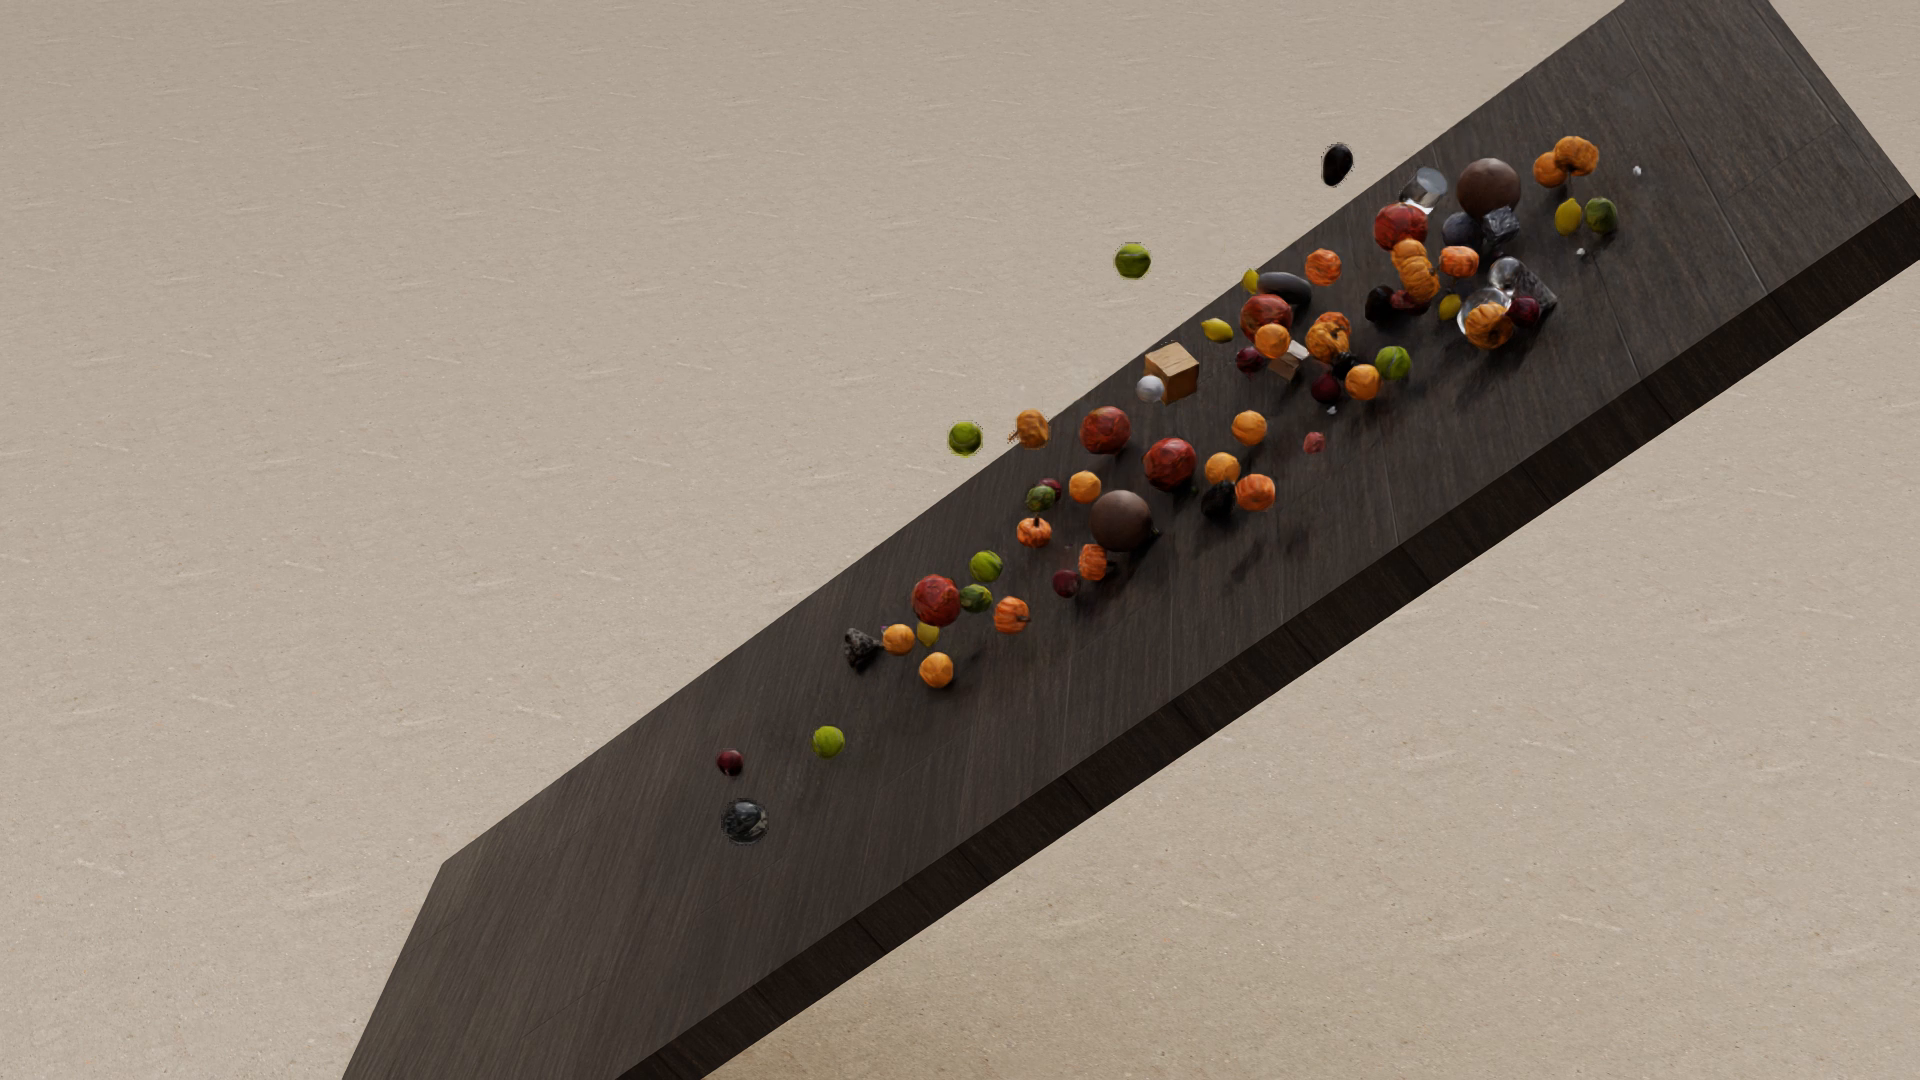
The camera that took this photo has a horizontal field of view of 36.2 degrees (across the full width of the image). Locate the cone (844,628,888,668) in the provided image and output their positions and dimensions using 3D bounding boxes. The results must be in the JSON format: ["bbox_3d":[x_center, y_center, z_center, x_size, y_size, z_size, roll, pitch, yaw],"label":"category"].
[{"bbox_3d":[-0.204,0.242,6.687,0.090,0.090,0.090,-5,21,19],"label":"cone"}]

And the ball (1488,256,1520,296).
[{"bbox_3d":[1.057,-0.509,5.677,0.076,0.076,0.076,0,24,0],"label":"ball"}]

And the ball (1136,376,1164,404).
[{"bbox_3d":[0.398,-0.316,6.158,0.059,0.059,0.059,0,24,0],"label":"ball"}]

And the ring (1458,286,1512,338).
[{"bbox_3d":[1.005,-0.436,5.638,0.111,0.037,0.111,-26,45,28],"label":"ring"}]

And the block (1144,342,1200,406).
[{"bbox_3d":[0.451,-0.356,6.287,0.082,0.082,0.082,-25,51,-24],"label":"block"}]

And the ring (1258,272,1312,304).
[{"bbox_3d":[0.723,-0.561,6.549,0.126,0.042,0.126,15,-12,3],"label":"ring"}]

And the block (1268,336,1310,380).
[{"bbox_3d":[0.691,-0.381,6.182,0.057,0.057,0.057,32,34,10],"label":"block"}]

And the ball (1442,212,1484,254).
[{"bbox_3d":[1.036,-0.632,6.051,0.088,0.088,0.088,0,24,0],"label":"ball"}]

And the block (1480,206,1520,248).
[{"bbox_3d":[1.085,-0.630,5.910,0.054,0.054,0.054,-22,-17,-8],"label":"block"}]

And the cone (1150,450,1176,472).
[{"bbox_3d":[0.423,-0.157,6.233,0.053,0.053,0.053,-30,21,12],"label":"cone"}]

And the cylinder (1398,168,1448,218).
[{"bbox_3d":[0.984,-0.739,6.246,0.076,0.076,0.076,13,52,-18],"label":"cylinder"}]

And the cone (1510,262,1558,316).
[{"bbox_3d":[1.065,-0.481,5.520,0.092,0.092,0.092,-18,20,7],"label":"cone"}]

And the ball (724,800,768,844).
[{"bbox_3d":[-0.454,0.597,6.214,0.093,0.093,0.093,0,24,0],"label":"ball"}]

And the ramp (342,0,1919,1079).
[{"bbox_3d":[0.121,0.185,6.339,4.000,0.100,2.000,-36,16,18],"label":"ramp"}]
